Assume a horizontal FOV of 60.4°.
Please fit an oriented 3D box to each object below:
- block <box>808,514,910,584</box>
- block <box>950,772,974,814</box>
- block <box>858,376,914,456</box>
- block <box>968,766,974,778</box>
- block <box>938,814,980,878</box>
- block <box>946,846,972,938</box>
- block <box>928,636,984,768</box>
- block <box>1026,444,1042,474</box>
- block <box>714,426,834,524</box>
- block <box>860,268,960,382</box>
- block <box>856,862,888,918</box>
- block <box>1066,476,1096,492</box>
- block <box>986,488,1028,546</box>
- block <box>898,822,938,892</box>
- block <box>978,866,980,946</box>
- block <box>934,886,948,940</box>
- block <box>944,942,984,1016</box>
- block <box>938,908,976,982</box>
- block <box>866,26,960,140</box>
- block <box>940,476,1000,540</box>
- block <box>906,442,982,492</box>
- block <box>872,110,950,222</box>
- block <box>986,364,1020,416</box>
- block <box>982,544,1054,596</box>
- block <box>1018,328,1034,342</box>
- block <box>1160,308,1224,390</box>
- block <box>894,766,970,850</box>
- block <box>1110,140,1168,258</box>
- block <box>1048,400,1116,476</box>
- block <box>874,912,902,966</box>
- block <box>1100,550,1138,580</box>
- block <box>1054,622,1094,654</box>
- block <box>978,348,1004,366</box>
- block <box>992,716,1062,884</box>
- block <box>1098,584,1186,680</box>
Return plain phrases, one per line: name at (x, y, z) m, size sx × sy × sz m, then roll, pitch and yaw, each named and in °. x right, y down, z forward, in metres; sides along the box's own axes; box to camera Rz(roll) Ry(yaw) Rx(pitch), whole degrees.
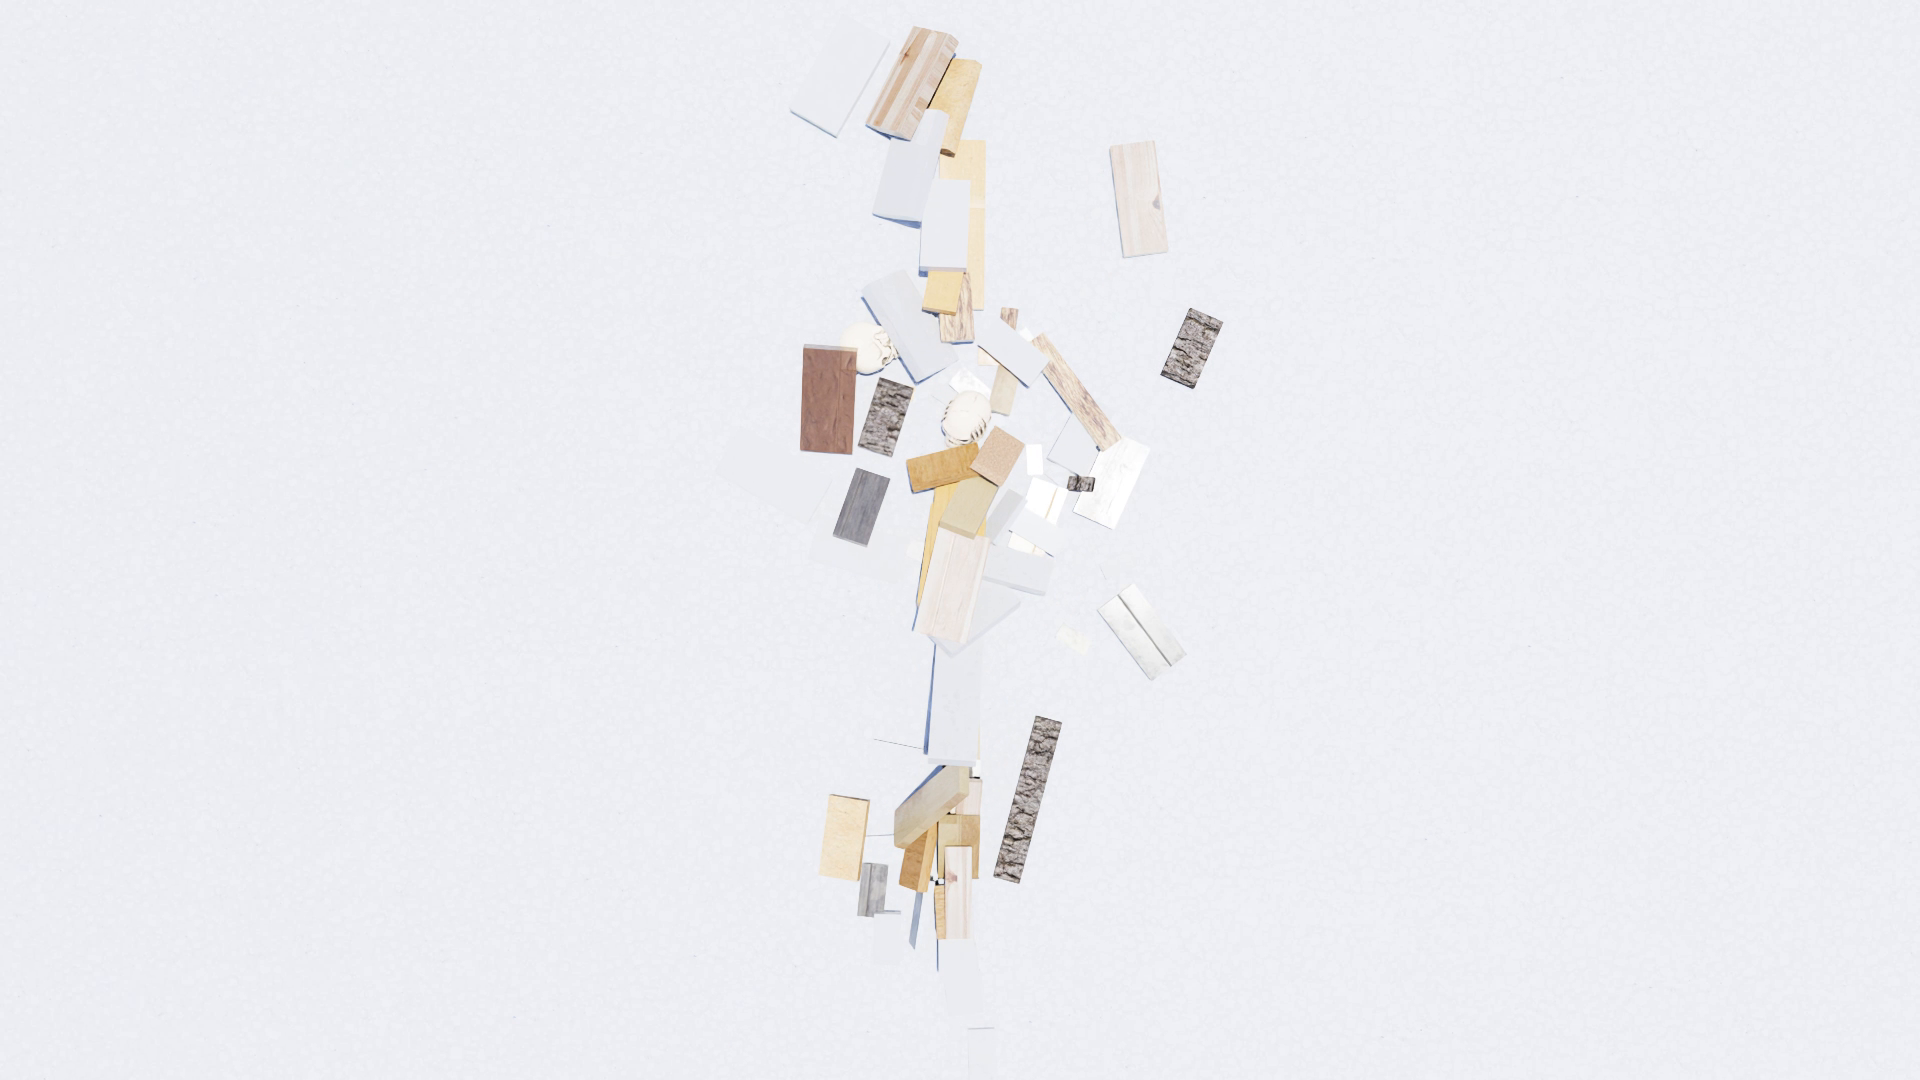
block at (-0.336, 0.031, 5.478) m, size 0.305 × 0.043 × 0.153 m, roll 16°, pitch 90°, yaw 0°
block at (0.008, 0.831, 5.353) m, size 0.078 × 0.022 × 0.156 m, roll -1°, pitch 88°, yaw 0°
block at (-0.246, -0.409, 5.474) m, size 0.121 × 0.034 × 0.241 m, roll 18°, pitch 94°, yaw 0°
block at (0.002, 0.740, 5.337) m, size 0.078 × 0.022 × 0.191 m, roll -3°, pitch 77°, yaw 0°
block at (-0.003, 0.998, 5.363) m, size 0.134 × 0.038 × 0.267 m, roll 1°, pitch 129°, yaw 0°
block at (-0.004, 1.136, 5.321) m, size 0.085 × 0.024 × 0.298 m, roll 0°, pitch 92°, yaw 1°
block at (-0.008, 0.459, 5.304) m, size 0.153 × 0.043 × 0.564 m, roll 4°, pitch 57°, yaw 0°
block at (0.248, -0.268, 5.493) m, size 0.049 × 0.014 × 0.098 m, roll -3°, pitch 90°, yaw 0°
block at (-0.616, -0.214, 5.475) m, size 0.351 × 0.050 × 0.176 m, roll 30°, pitch 90°, yaw 0°
block at (-0.163, -0.708, 5.424) m, size 0.175 × 0.050 × 0.351 m, roll -32°, pitch 90°, yaw -41°
block at (-0.290, 1.165, 5.488) m, size 0.088 × 0.025 × 0.176 m, roll 6°, pitch 90°, yaw 0°
block at (0.401, -0.186, 5.460) m, size 0.098 × 0.014 × 0.049 m, roll 4°, pitch 77°, yaw 38°
block at (0.144, -0.076, 5.456) m, size 0.026 × 0.091 × 0.182 m, roll 34°, pitch 90°, yaw -38°
block at (-0.131, 1.012, 5.417) m, size 0.038 × 0.133 × 0.266 m, roll 14°, pitch 82°, yaw -28°
block at (-0.002, 1.072, 5.481) m, size 0.134 × 0.038 × 0.551 m, roll 0°, pitch 90°, yaw 0°
block at (-0.036, 1.212, 5.376) m, size 0.085 × 0.024 × 0.170 m, roll -4°, pitch 72°, yaw 2°
block at (0.007, 1.443, 5.417) m, size 0.116 × 0.033 × 0.232 m, roll -6°, pitch 99°, yaw 1°
block at (-0.011, 1.318, 5.370) m, size 0.116 × 0.033 × 0.232 m, roll -2°, pitch 72°, yaw 2°
block at (-0.159, -1.504, 5.424) m, size 0.180 × 0.051 × 0.359 m, roll 27°, pitch 90°, yaw 39°
block at (0.035, -0.120, 5.337) m, size 0.121 × 0.034 × 0.241 m, roll 21°, pitch 55°, yaw 8°
block at (-0.047, -0.239, 5.393) m, size 0.241 × 0.034 × 0.121 m, roll -14°, pitch 48°, yaw 0°
block at (-0.163, -1.236, 5.424) m, size 0.180 × 0.051 × 0.359 m, roll 15°, pitch 90°, yaw 39°
block at (0.146, -0.497, 5.472) m, size 0.078 × 0.022 × 0.156 m, roll 15°, pitch 80°, yaw -5°
block at (0.179, 0.095, 5.444) m, size 0.245 × 0.035 × 0.122 m, roll 15°, pitch 63°, yaw 6°
block at (0.229, -0.648, 5.492) m, size 0.056 × 0.016 × 0.112 m, roll -35°, pitch 90°, yaw 0°
block at (0.771, -0.637, 5.483) m, size 0.121 × 0.034 × 0.241 m, roll 24°, pitch 90°, yaw 0°
block at (-0.094, 0.850, 5.321) m, size 0.038 × 0.133 × 0.399 m, roll 22°, pitch 135°, yaw -24°
block at (0.594, -1.132, 5.479) m, size 0.148 × 0.042 × 0.368 m, roll -7°, pitch 90°, yaw 0°
block at (0.402, -0.349, 5.471) m, size 0.122 × 0.035 × 0.245 m, roll 29°, pitch 85°, yaw 0°
block at (-0.241, 1.322, 5.473) m, size 0.088 × 0.025 × 0.176 m, roll 2°, pitch 100°, yaw 0°
block at (0.528, 0.083, 5.492) m, size 0.116 × 0.016 × 0.058 m, roll -25°, pitch 90°, yaw 0°
block at (0.379, 0.329, 5.492) m, size 0.116 × 0.016 × 0.058 m, roll 31°, pitch 90°, yaw 0°
block at (0.116, -0.609, 5.492) m, size 0.113 × 0.016 × 0.056 m, roll 1°, pitch 90°, yaw 0°
block at (0.225, 0.863, 5.487) m, size 0.091 × 0.026 × 0.555 m, roll 15°, pitch 90°, yaw 0°
block at (0.605, 0.305, 5.479) m, size 0.148 × 0.042 × 0.295 m, roll -37°, pitch 90°, yaw 0°
